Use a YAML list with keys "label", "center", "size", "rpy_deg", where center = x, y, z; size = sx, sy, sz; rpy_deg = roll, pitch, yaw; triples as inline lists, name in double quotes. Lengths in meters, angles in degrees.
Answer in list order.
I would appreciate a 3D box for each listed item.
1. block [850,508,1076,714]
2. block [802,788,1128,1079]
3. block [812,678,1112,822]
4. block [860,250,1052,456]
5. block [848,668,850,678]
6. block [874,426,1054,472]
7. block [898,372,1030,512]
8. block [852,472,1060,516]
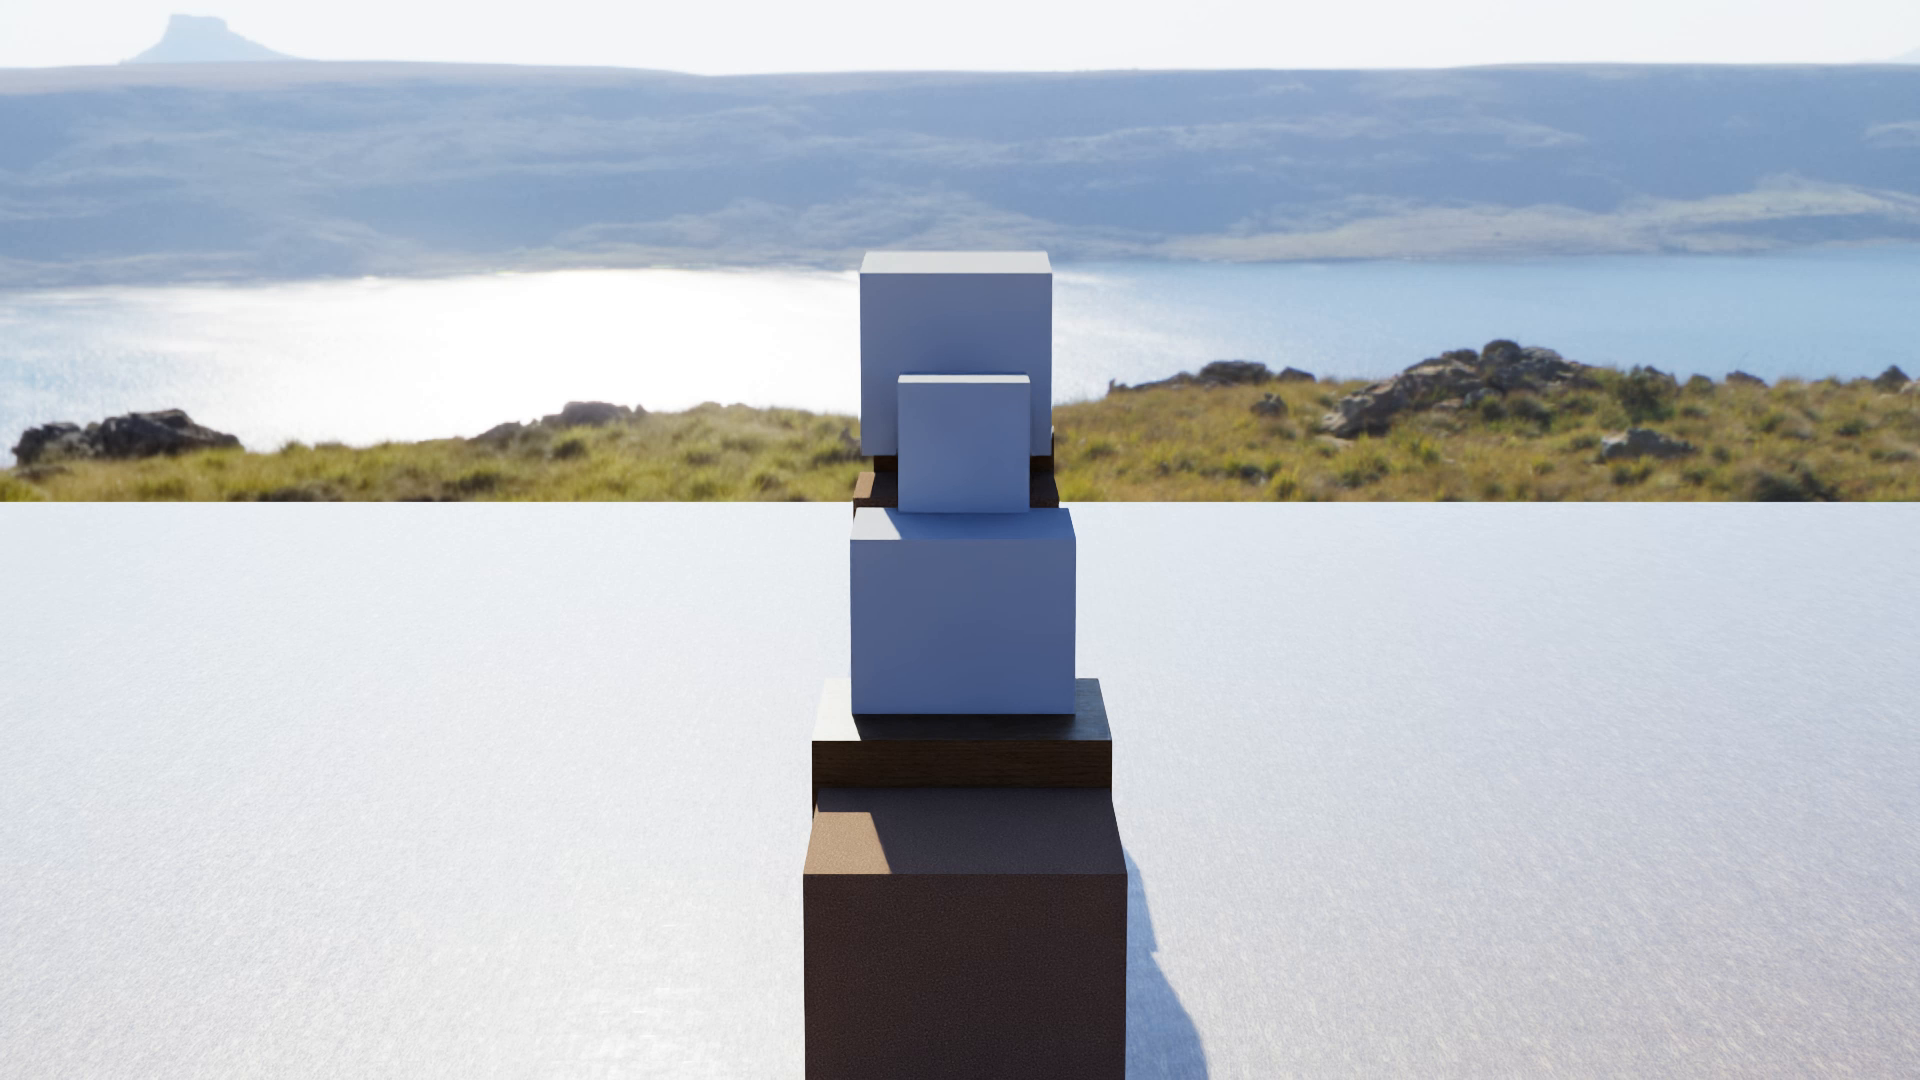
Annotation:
- label: "block"
  center: [0.012, 0.265, 10.043]
  size: [0.852, 0.674, 0.716]
  rpy_deg: [0, 10, 0]
- label: "block"
  center: [0.017, 1.456, 8.964]
  size: [1.062, 0.929, 1.026]
  rpy_deg: [0, 10, 0]
- label: "block"
  center: [0.007, 1.187, 9.946]
  size: [1.100, 1.105, 0.983]
  rpy_deg: [0, 10, 0]
- label: "block"
  center: [-0.017, -0.853, 11.543]
  size: [0.832, 0.802, 0.826]
  rpy_deg: [0, 13, 0]
- label: "block"
  center: [-0.012, 1.080, 10.914]
  size: [0.936, 0.970, 0.940]
  rpy_deg: [0, 10, 0]
- label: "block"
  center: [0.018, -0.211, 12.272]
  size: [0.833, 0.739, 0.826]
  rpy_deg: [0, 10, 0]
- label: "block"
  center: [0.015, -0.406, 10.445]
  size: [0.521, 0.516, 0.565]
  rpy_deg: [0, 8, 0]
- label: "block"
  center: [-0.017, 0.113, 11.503]
  size: [0.889, 0.731, 0.793]
  rpy_deg: [0, 9, 0]
